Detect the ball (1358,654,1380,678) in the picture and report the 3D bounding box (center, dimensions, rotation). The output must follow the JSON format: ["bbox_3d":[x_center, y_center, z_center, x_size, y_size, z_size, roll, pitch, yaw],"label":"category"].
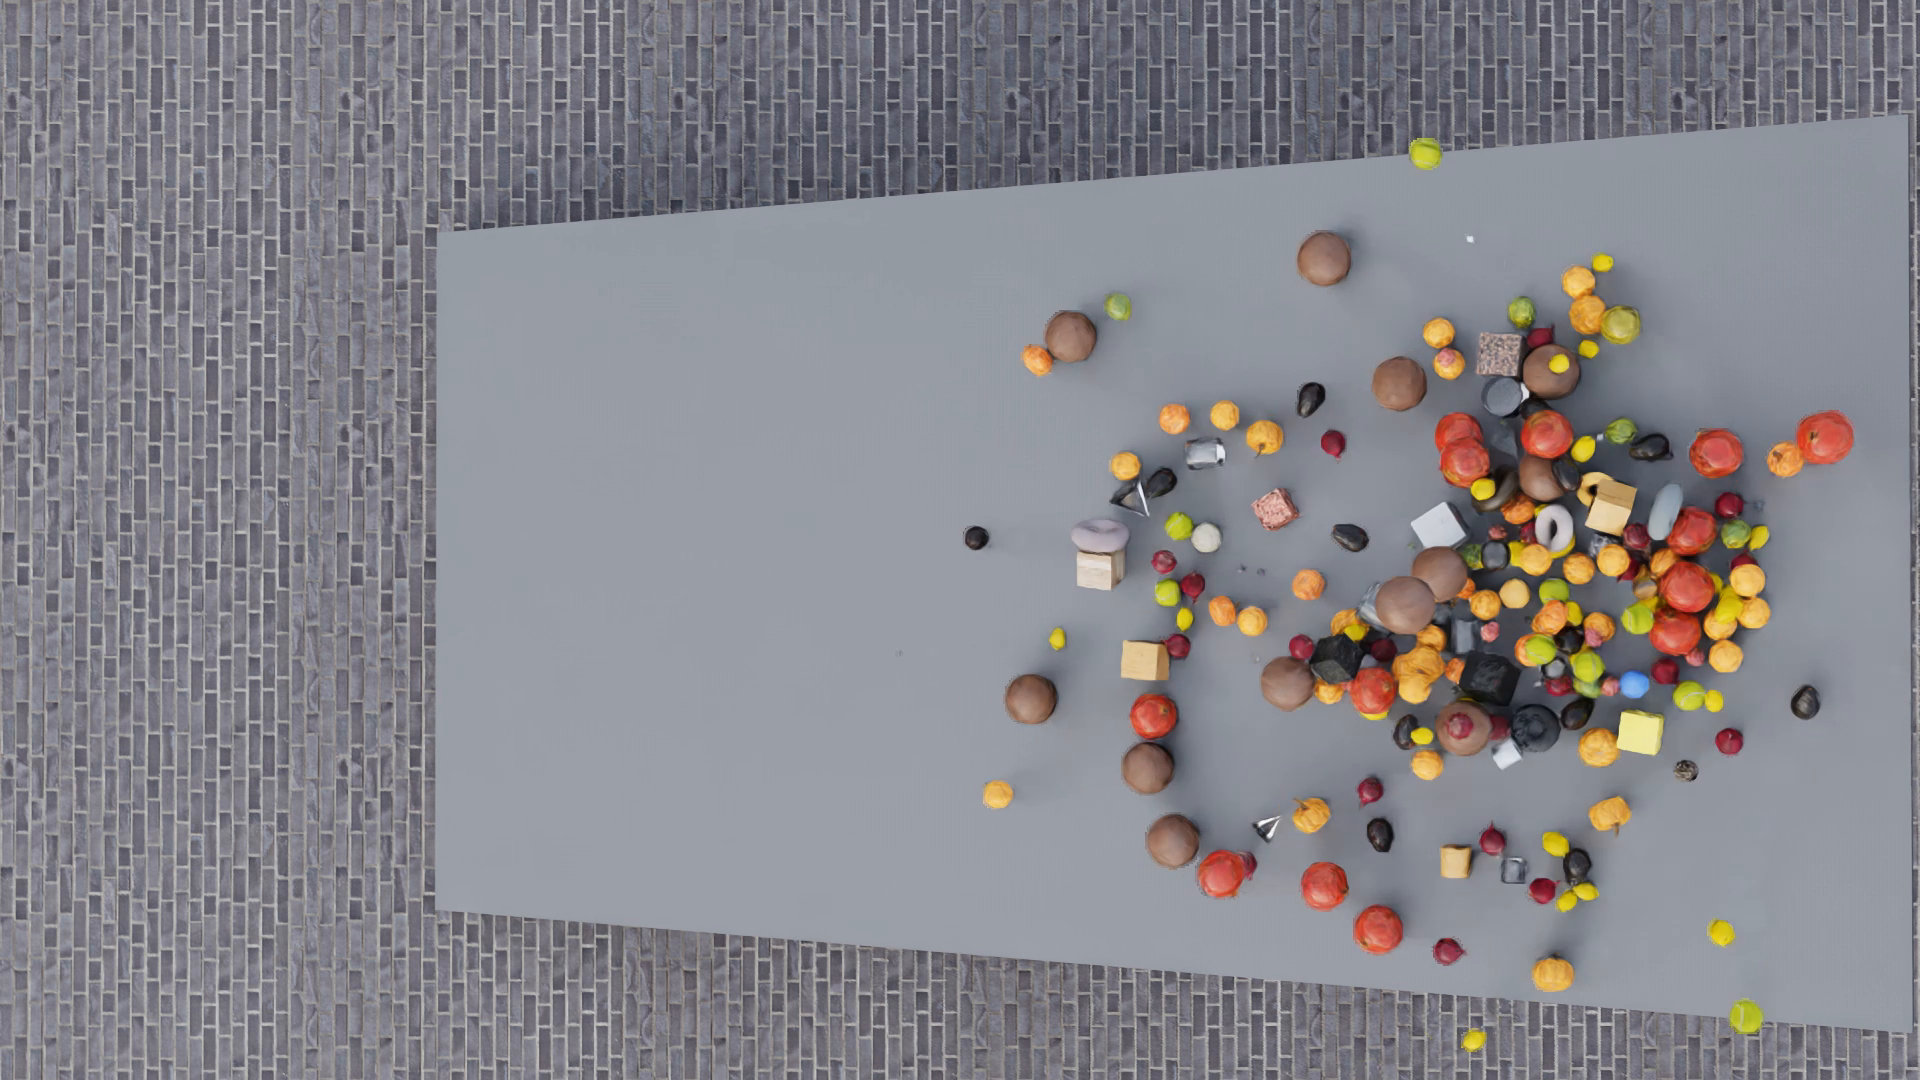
[{"bbox_3d":[0.976,0.303,5.267,0.060,0.060,0.060,0,89,0],"label":"ball"}]

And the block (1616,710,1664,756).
[{"bbox_3d":[1.542,0.435,4.982,0.083,0.083,0.083,10,96,25],"label":"block"}]

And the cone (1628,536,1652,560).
[{"bbox_3d":[1.563,0.006,5.012,0.058,0.058,0.058,38,77,0],"label":"cone"}]

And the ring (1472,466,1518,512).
[{"bbox_3d":[1.240,-0.116,5.096,0.043,0.129,0.129,43,90,-1],"label":"ring"}]

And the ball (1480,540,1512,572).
[{"bbox_3d":[1.239,0.036,5.089,0.073,0.073,0.073,0,89,0],"label":"ball"}]

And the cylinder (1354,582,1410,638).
[{"bbox_3d":[1.003,0.165,5.223,0.096,0.096,0.096,34,89,4],"label":"cylinder"}]

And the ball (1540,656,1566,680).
[{"bbox_3d":[1.360,0.293,5.038,0.056,0.056,0.056,0,89,0],"label":"ball"}]

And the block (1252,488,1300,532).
[{"bbox_3d":[0.770,-0.073,5.361,0.075,0.075,0.075,-34,76,21],"label":"block"}]

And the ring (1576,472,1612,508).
[{"bbox_3d":[1.459,-0.114,5.043,0.092,0.031,0.092,12,120,21],"label":"ring"}]

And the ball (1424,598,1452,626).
[{"bbox_3d":[1.128,0.170,5.192,0.066,0.066,0.066,0,89,0],"label":"ball"}]

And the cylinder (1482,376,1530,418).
[{"bbox_3d":[1.270,-0.332,5.117,0.092,0.092,0.092,-1,89,26],"label":"cylinder"}]

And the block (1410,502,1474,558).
[{"bbox_3d":[1.136,-0.024,5.176,0.095,0.095,0.095,-35,75,21],"label":"block"}]

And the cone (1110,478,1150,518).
[{"bbox_3d":[0.445,-0.090,5.532,0.097,0.097,0.097,-42,100,0],"label":"cone"}]

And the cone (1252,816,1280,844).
[{"bbox_3d":[0.758,0.697,5.377,0.067,0.067,0.067,-41,90,-2],"label":"cone"}]

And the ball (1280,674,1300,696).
[{"bbox_3d":[0.802,0.353,5.354,0.050,0.050,0.050,0,89,0],"label":"ball"}]

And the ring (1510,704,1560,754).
[{"bbox_3d":[1.335,0.437,5.108,0.116,0.039,0.116,0,90,24],"label":"ring"}]

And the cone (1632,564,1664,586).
[{"bbox_3d":[1.574,0.095,5.003,0.063,0.063,0.063,19,89,-1],"label":"cone"}]

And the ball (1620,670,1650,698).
[{"bbox_3d":[1.530,0.327,4.988,0.065,0.065,0.065,0,89,0],"label":"ball"}]

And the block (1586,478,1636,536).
[{"bbox_3d":[1.474,-0.075,4.980,0.082,0.082,0.082,18,134,12],"label":"block"}]

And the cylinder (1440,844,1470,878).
[{"bbox_3d":[1.164,0.756,5.168,0.068,0.068,0.068,1,91,0],"label":"cylinder"}]

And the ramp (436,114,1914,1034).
[{"bbox_3d":[0.282,0.081,5.687,4.000,0.100,2.000,0,89,25],"label":"ramp"}]

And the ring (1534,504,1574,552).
[{"bbox_3d":[1.359,-0.027,5.028,0.037,0.112,0.112,0,89,-25],"label":"ring"}]

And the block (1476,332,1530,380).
[{"bbox_3d":[1.264,-0.428,5.121,0.094,0.094,0.094,7,92,25],"label":"block"}]

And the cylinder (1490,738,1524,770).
[{"bbox_3d":[1.262,0.493,5.075,0.054,0.054,0.054,-33,89,19],"label":"cylinder"}]

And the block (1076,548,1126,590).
[{"bbox_3d":[0.355,0.063,5.531,0.091,0.091,0.091,8,114,25],"label":"block"}]

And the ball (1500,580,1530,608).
[{"bbox_3d":[1.291,0.126,5.113,0.070,0.070,0.070,0,89,0],"label":"ball"}]

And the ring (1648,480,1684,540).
[{"bbox_3d":[1.559,-0.065,4.858,0.046,0.139,0.139,20,89,23],"label":"ring"}]

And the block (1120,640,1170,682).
[{"bbox_3d":[0.464,0.300,5.491,0.092,0.092,0.092,4,91,25],"label":"block"}]

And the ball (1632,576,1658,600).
[{"bbox_3d":[1.542,0.109,4.949,0.053,0.053,0.053,0,89,0],"label":"ball"}]

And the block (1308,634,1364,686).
[{"bbox_3d":[0.894,0.283,5.219,0.080,0.080,0.080,43,56,-21],"label":"block"}]

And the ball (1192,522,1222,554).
[{"bbox_3d":[0.609,-0.005,5.436,0.076,0.076,0.076,0,89,0],"label":"ball"}]

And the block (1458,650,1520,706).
[{"bbox_3d":[1.226,0.322,5.094,0.090,0.090,0.090,36,71,-43],"label":"block"}]

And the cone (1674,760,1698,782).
[{"bbox_3d":[1.629,0.511,4.946,0.053,0.053,0.053,-12,60,22],"label":"cone"}]

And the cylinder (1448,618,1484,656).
[{"bbox_3d":[1.189,0.228,5.158,0.076,0.076,0.076,8,78,0],"label":"cylinder"}]

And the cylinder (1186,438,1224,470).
[{"bbox_3d":[0.606,-0.214,5.439,0.076,0.076,0.076,-5,89,25],"label":"cylinder"}]

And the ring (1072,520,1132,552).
[{"bbox_3d":[0.351,-0.012,5.466,0.150,0.150,0.050,0,109,0],"label":"ring"}]

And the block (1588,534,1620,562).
[{"bbox_3d":[1.476,0.019,5.037,0.054,0.054,0.054,17,96,24],"label":"block"}]

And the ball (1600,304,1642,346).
[{"bbox_3d":[1.497,-0.487,4.980,0.091,0.091,0.091,0,89,0],"label":"ball"}]
